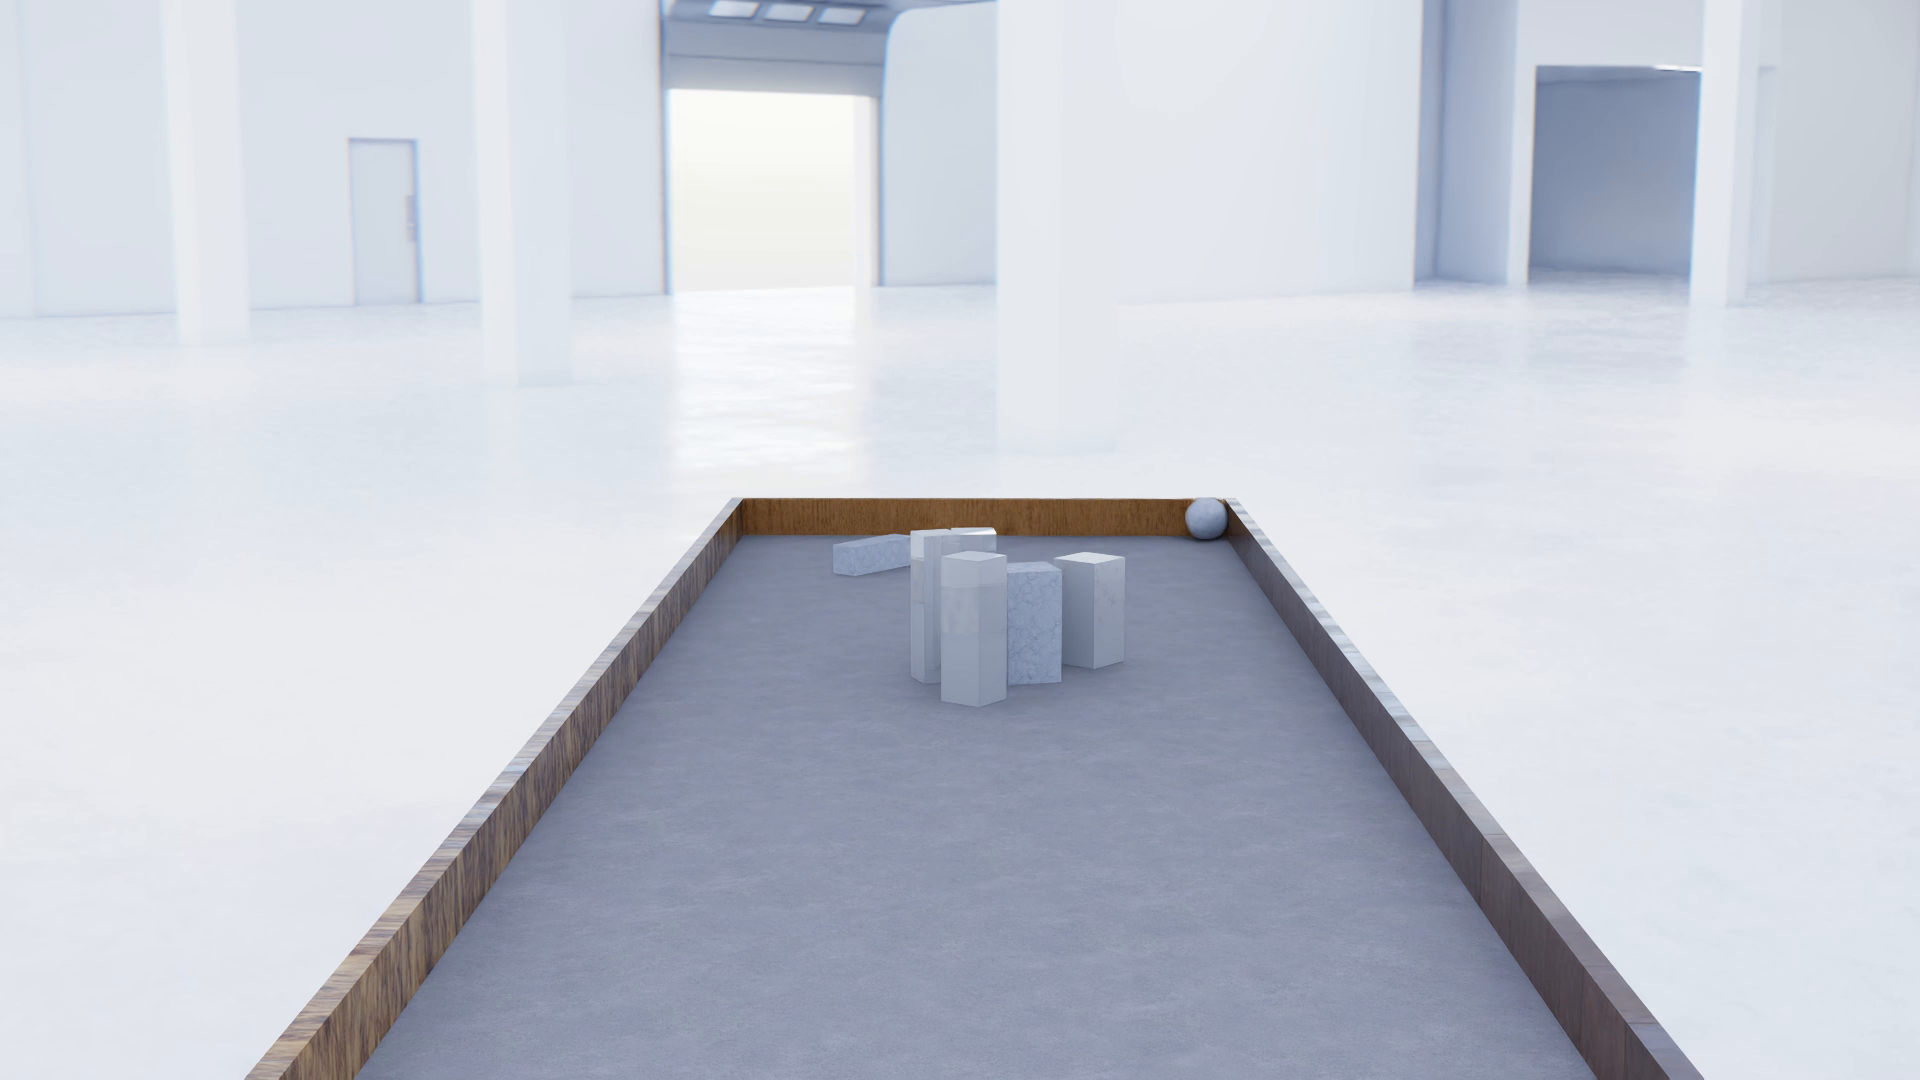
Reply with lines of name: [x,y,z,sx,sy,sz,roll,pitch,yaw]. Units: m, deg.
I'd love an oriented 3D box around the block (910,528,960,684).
block: [-0.072,0.192,6.414,0.112,0.433,0.112,-3,10,-21]

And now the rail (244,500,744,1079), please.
rail: [-1.004,0.839,3.234,0.050,0.150,12.000,0,9,1]

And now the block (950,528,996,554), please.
block: [0.041,0.169,6.666,0.128,0.399,0.128,-1,9,-4]

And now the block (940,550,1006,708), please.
block: [0.039,0.246,6.148,0.131,0.409,0.131,7,11,37]

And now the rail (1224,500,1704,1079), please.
rail: [1.046,0.843,3.208,0.050,0.150,12.000,0,9,1]

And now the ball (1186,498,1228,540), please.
ball: [1.009,-0.088,9.004,0.175,0.175,0.175,0,9,0]

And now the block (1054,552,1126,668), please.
block: [0.391,0.211,6.656,0.153,0.320,0.153,8,12,40]

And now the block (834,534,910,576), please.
block: [-0.322,0.054,8.325,0.107,0.107,0.347,7,12,39]

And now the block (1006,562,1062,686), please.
block: [0.196,0.242,6.433,0.161,0.329,0.161,-2,9,-15]

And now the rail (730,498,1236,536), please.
rail: [0.099,-0.098,9.147,2.100,0.150,0.050,0,9,1]
